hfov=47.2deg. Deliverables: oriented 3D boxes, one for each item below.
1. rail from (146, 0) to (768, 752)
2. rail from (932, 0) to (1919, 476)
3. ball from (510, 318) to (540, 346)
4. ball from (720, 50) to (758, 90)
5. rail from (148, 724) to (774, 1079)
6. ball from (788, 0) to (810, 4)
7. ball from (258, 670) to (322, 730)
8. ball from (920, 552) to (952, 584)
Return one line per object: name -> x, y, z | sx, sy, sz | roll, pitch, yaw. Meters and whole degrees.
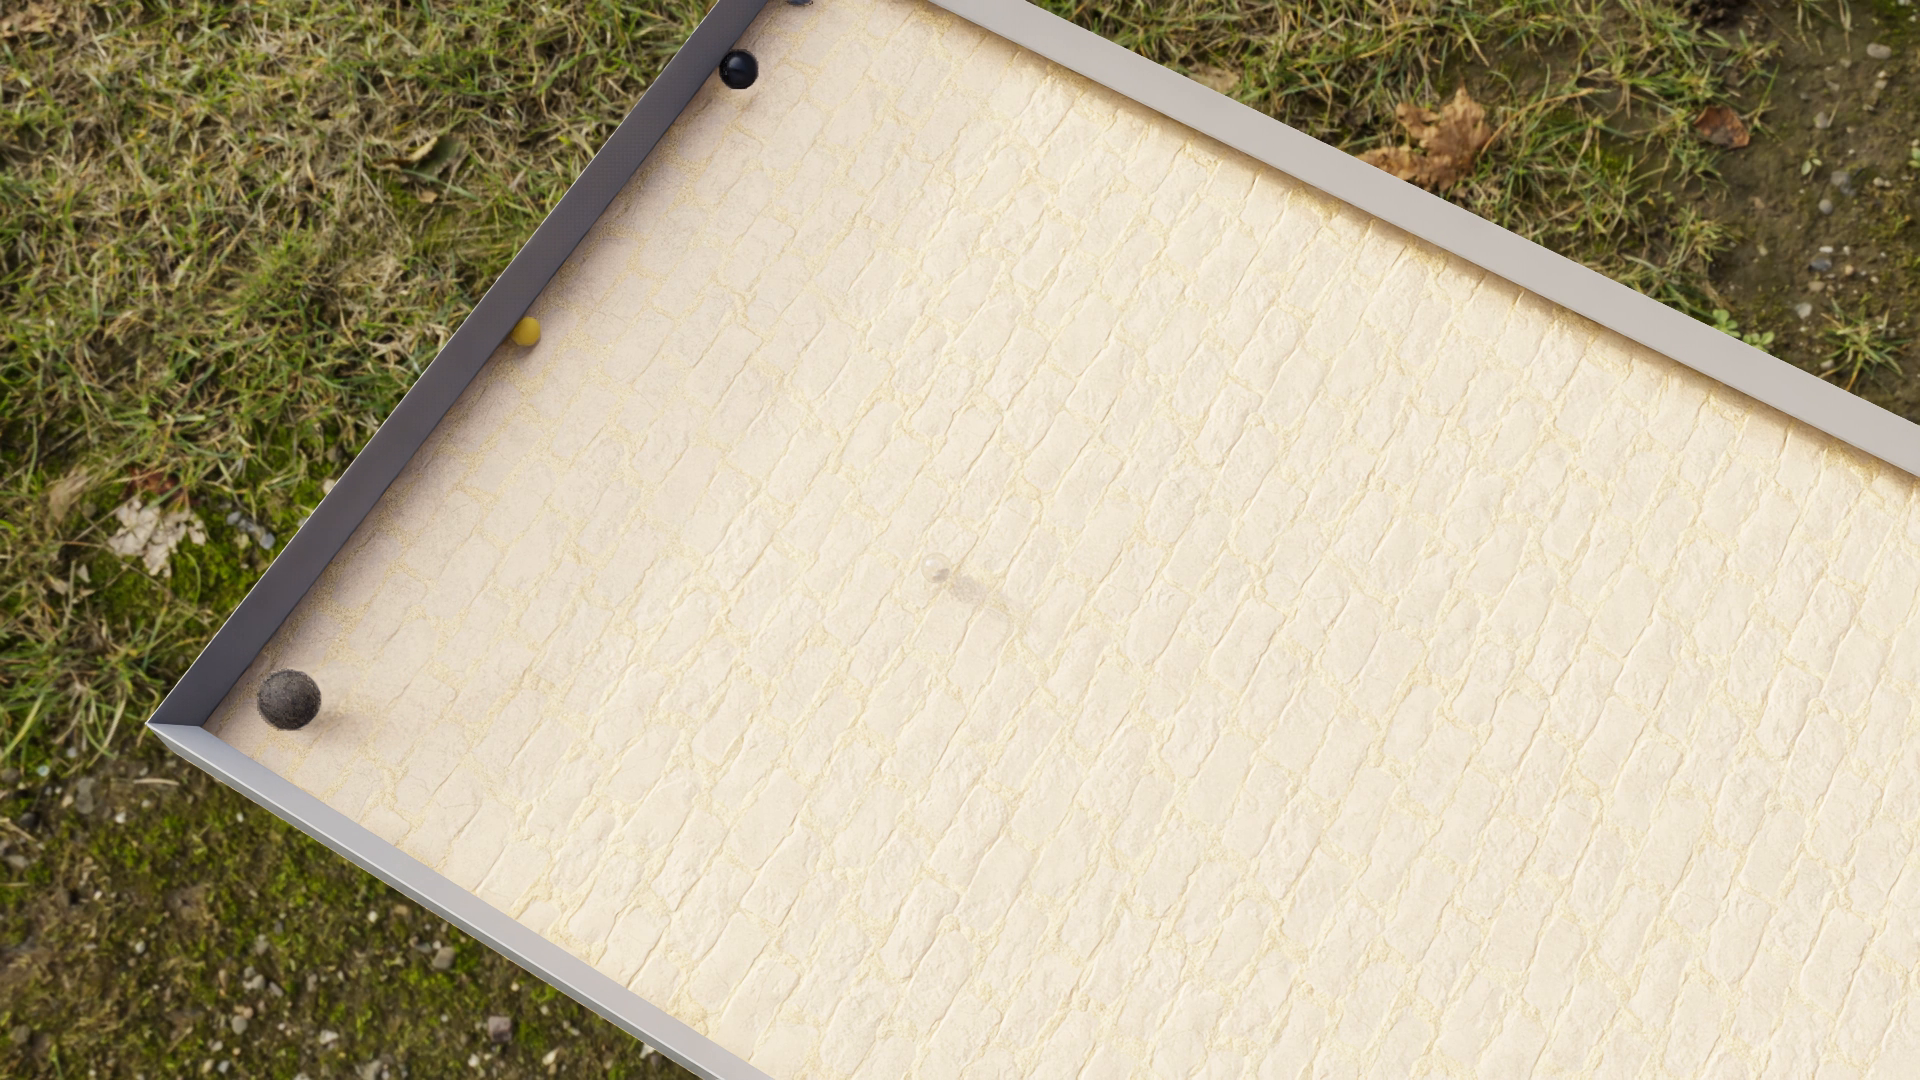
rail -> -0.741, -0.412, 3.716 | 0.045, 0.121, 1.860 | 28, 69, 12
rail -> 1.224, -0.309, 3.669 | 3.543, 0.121, 0.045 | 28, 69, 12
ball -> -0.738, -0.352, 3.730 | 0.049, 0.049, 0.049 | 0, 65, 0
ball -> -0.397, -0.842, 3.943 | 0.069, 0.069, 0.069 | 0, 65, 0
rail -> 0.299, 1.107, 3.020 | 3.543, 0.121, 0.045 | 28, 69, 12
ball -> -0.294, -1.011, 4.024 | 0.062, 0.062, 0.062 | 0, 65, 0
ball -> -1.045, 0.249, 3.430 | 0.093, 0.093, 0.093 | 0, 65, 0
ball -> -0.038, 0.045, 3.547 | 0.051, 0.051, 0.051 | 0, 65, 0
